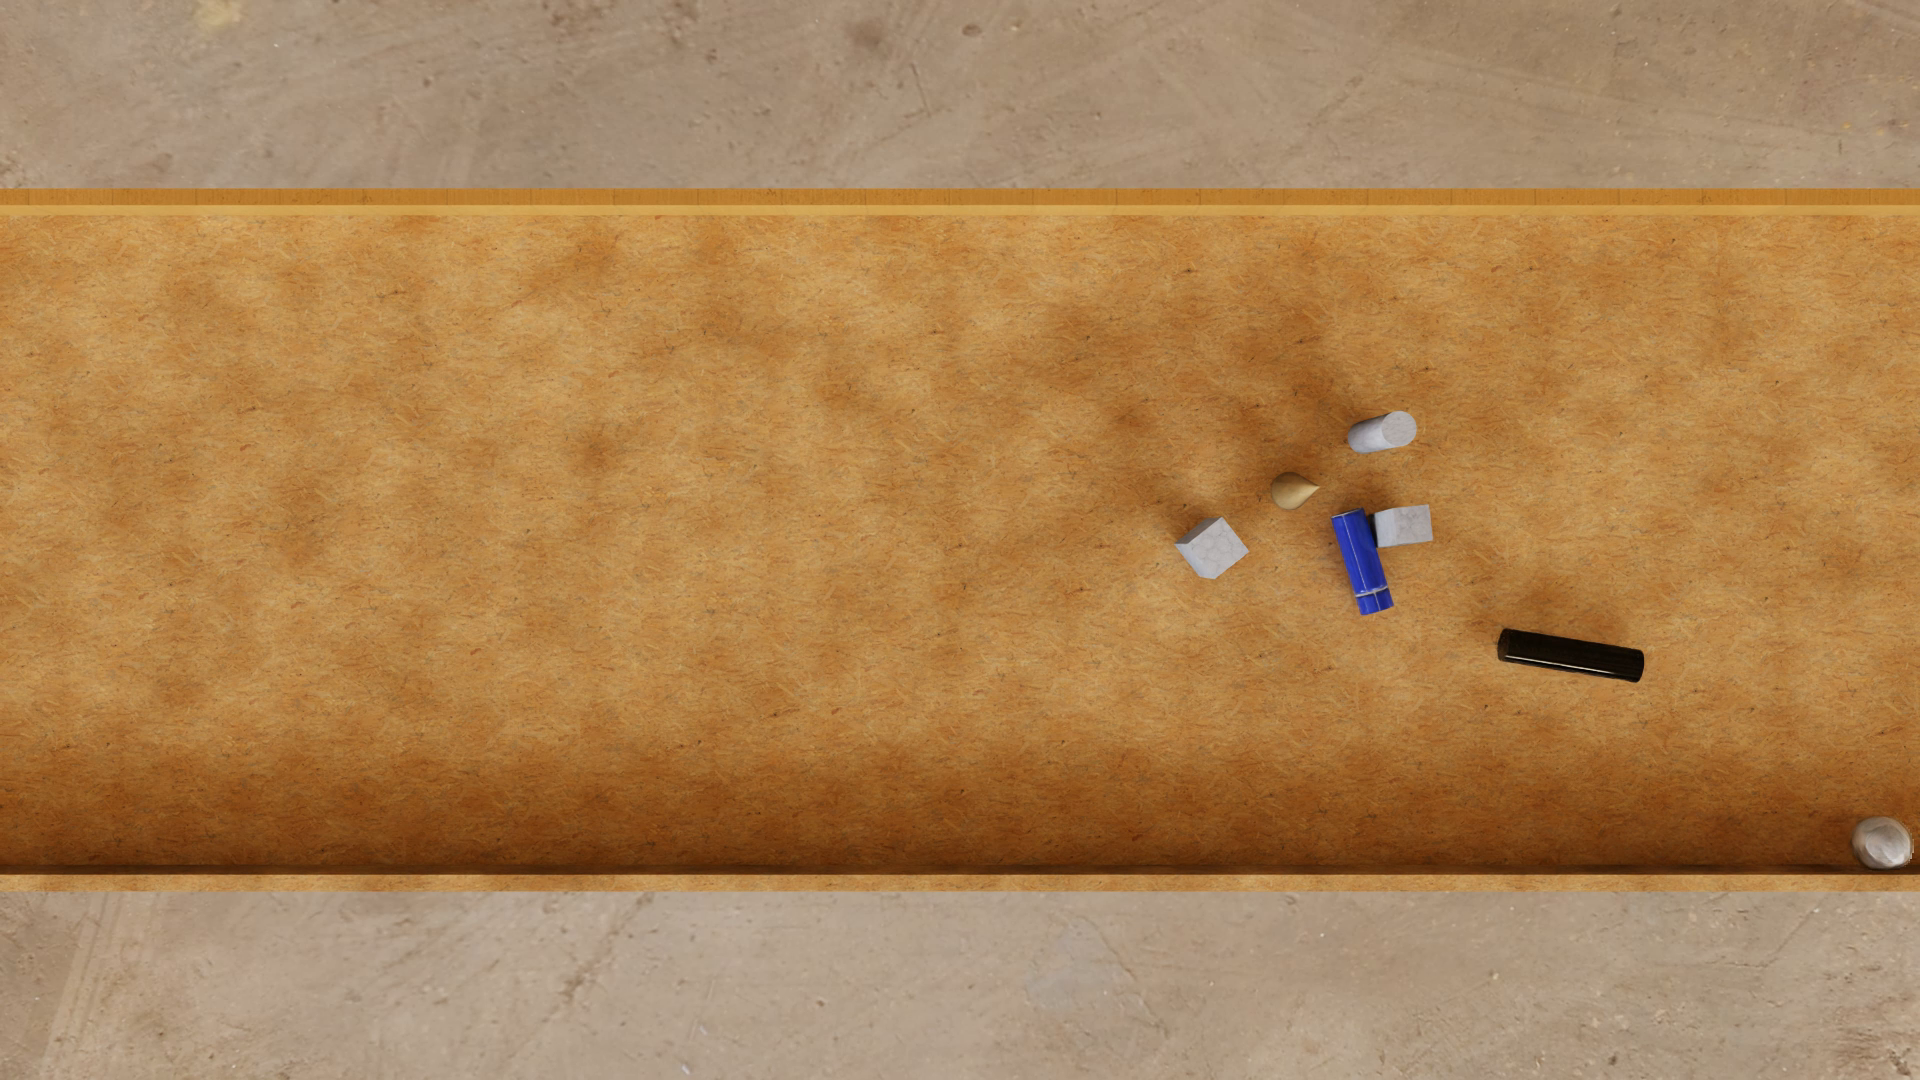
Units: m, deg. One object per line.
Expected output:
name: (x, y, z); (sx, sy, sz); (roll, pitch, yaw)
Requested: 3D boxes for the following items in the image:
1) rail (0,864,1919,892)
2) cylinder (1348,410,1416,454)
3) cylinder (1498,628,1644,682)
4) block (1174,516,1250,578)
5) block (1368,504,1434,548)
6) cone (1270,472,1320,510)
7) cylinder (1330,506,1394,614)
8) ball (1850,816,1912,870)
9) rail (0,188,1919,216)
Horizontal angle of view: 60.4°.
rail: (-2.247, 1.025, 5.001); (12.000, 0.150, 0.050); (0, 90, 0)
cylinder: (1.243, -0.315, 4.872); (0.101, 0.408, 0.101); (0, 90, 0)
cylinder: (1.859, 0.352, 5.025); (0.412, 0.103, 0.103); (9, 90, 0)
block: (0.748, 0.023, 4.925); (0.129, 0.303, 0.129); (-38, 90, 0)
block: (1.309, -0.038, 4.909); (0.104, 0.327, 0.104); (-6, 87, 2)
cone: (1.015, -0.151, 4.860); (0.118, 0.433, 0.118); (0, 90, 0)
cylinder: (1.225, 0.064, 5.025); (0.103, 0.103, 0.313); (-17, 90, 0)
ball: (2.789, 0.919, 4.996); (0.162, 0.162, 0.162); (0, 90, 0)
rail: (-2.247, -1.025, 5.002); (12.000, 0.150, 0.050); (0, 90, 0)
